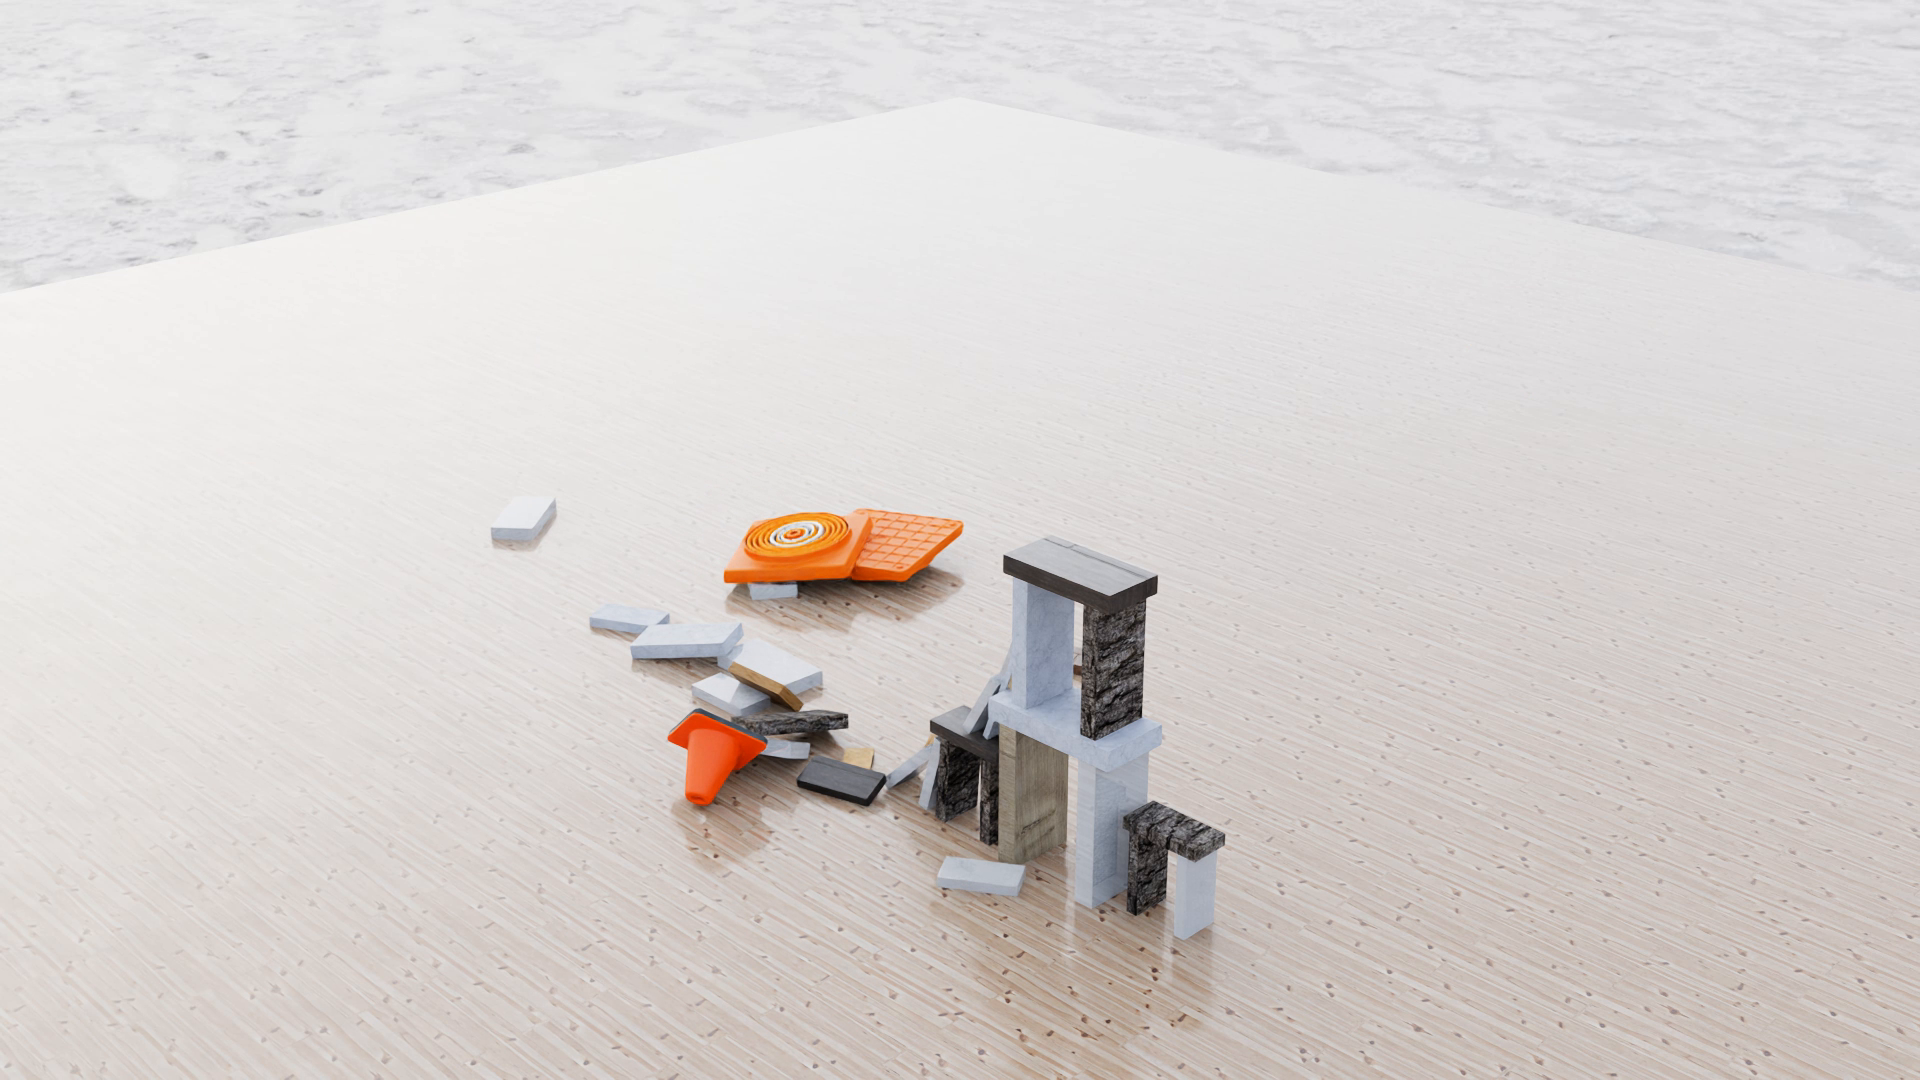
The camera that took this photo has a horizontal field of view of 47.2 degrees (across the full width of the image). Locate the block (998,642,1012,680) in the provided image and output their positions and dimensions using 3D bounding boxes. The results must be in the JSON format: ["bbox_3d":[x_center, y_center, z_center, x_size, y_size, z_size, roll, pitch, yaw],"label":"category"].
[{"bbox_3d":[0.107,0.227,4.203,0.048,0.095,0.014,-20,51,-39],"label":"block"}]

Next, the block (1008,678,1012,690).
[{"bbox_3d":[0.125,0.242,4.187,0.048,0.095,0.014,-21,51,-40],"label":"block"}]

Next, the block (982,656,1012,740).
[{"bbox_3d":[0.094,0.294,4.241,0.048,0.226,0.014,-20,51,-39],"label":"block"}]

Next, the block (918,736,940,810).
[{"bbox_3d":[-0.029,0.459,4.452,0.088,0.176,0.025,-22,47,-41],"label":"block"}]

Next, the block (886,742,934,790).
[{"bbox_3d":[-0.079,0.454,4.510,0.088,0.025,0.176,-22,-13,-41],"label":"block"}]

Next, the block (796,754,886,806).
[{"bbox_3d":[-0.245,0.496,4.536,0.170,0.022,0.078,12,42,27],"label":"block"}]

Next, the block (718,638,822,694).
[{"bbox_3d":[-0.436,0.293,5.029,0.118,0.033,0.236,-20,30,-39],"label":"block"}]

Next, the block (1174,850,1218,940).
[{"bbox_3d":[0.432,0.639,4.034,0.024,0.172,0.086,21,31,41],"label":"block"}]

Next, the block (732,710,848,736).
[{"bbox_3d":[-0.363,0.391,4.704,0.224,0.032,0.112,-2,2,-33],"label":"block"}]

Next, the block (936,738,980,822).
[{"bbox_3d":[-0.002,0.467,4.418,0.027,0.188,0.094,26,34,37],"label":"block"}]

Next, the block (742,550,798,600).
[{"bbox_3d":[-0.479,0.086,5.518,0.112,0.032,0.224,-5,23,-11],"label":"block"}]

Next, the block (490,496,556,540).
[{"bbox_3d":[-1.162,-0.060,5.862,0.112,0.032,0.224,2,23,5],"label":"block"}]

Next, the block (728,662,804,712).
[{"bbox_3d":[-0.432,0.327,4.887,0.171,0.085,0.024,21,70,40],"label":"block"}]

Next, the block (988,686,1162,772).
[{"bbox_3d":[0.214,0.340,4.130,0.302,0.043,0.151,21,31,41],"label":"block"}]

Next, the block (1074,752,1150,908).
[{"bbox_3d":[0.286,0.527,4.132,0.043,0.302,0.151,21,31,41],"label":"block"}]

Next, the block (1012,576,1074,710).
[{"bbox_3d":[0.157,0.175,4.129,0.037,0.262,0.131,21,31,41],"label":"block"}]

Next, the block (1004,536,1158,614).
[{"bbox_3d":[0.218,0.062,4.014,0.131,0.037,0.262,-21,31,-41],"label":"block"}]

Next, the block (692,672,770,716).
[{"bbox_3d":[-0.512,0.347,4.912,0.171,0.024,0.086,21,31,40],"label":"block"}]

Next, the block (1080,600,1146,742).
[{"bbox_3d":[0.280,0.223,4.015,0.131,0.262,0.037,-21,31,-41],"label":"block"}]

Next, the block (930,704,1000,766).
[{"bbox_3d":[0.039,0.384,4.339,0.094,0.027,0.188,-21,31,-40],"label":"block"}]

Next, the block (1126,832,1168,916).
[{"bbox_3d":[0.351,0.608,4.108,0.024,0.172,0.086,21,31,41],"label":"block"}]

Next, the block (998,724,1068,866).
[{"bbox_3d":[0.143,0.471,4.263,0.043,0.302,0.151,21,31,41],"label":"block"}]

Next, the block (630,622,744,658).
[{"bbox_3d":[-0.636,0.234,5.119,0.236,0.033,0.118,-2,21,19],"label":"block"}]

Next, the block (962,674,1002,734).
[{"bbox_3d":[0.067,0.311,4.289,0.078,0.157,0.022,-20,61,-39],"label":"block"}]

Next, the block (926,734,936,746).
[{"bbox_3d":[-0.011,0.443,4.695,0.121,0.017,0.061,5,23,12],"label":"block"}]

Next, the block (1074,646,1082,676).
[{"bbox_3d":[0.291,0.283,5.063,0.176,0.025,0.088,10,25,23],"label":"block"}]

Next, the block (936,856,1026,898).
[{"bbox_3d":[0.041,0.644,4.214,0.157,0.022,0.078,5,24,12],"label":"block"}]

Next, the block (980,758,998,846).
[{"bbox_3d":[0.082,0.500,4.341,0.094,0.188,0.027,-21,32,-41],"label":"block"}]

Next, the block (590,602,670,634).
[{"bbox_3d":[-0.793,0.190,5.282,0.171,0.024,0.086,8,24,17],"label":"block"}]

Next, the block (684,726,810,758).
[{"bbox_3d":[-0.448,0.428,4.643,0.236,0.033,0.118,7,-4,16],"label":"block"}]

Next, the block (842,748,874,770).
[{"bbox_3d":[-0.216,0.474,4.623,0.061,0.017,0.121,1,23,3],"label":"block"}]

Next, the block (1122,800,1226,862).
[{"bbox_3d":[0.392,0.533,4.033,0.172,0.024,0.086,21,31,41],"label":"block"}]
